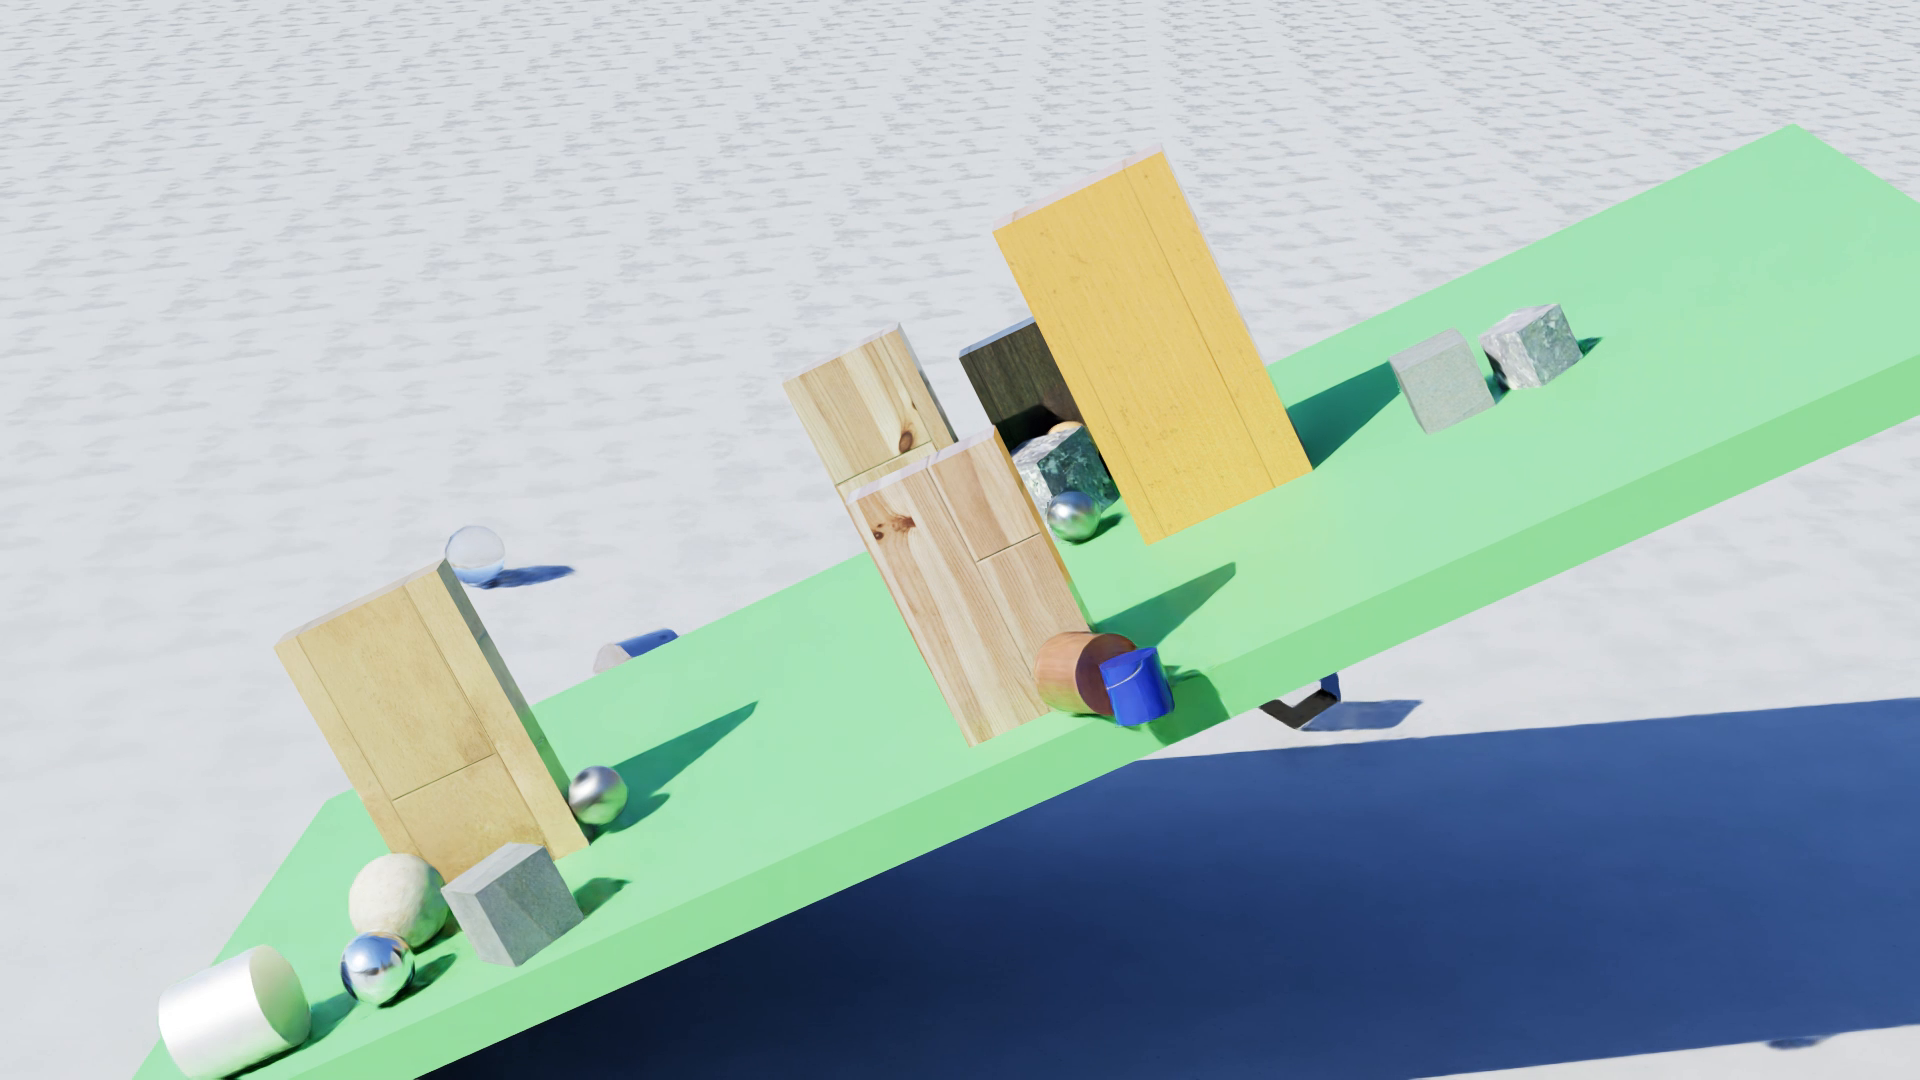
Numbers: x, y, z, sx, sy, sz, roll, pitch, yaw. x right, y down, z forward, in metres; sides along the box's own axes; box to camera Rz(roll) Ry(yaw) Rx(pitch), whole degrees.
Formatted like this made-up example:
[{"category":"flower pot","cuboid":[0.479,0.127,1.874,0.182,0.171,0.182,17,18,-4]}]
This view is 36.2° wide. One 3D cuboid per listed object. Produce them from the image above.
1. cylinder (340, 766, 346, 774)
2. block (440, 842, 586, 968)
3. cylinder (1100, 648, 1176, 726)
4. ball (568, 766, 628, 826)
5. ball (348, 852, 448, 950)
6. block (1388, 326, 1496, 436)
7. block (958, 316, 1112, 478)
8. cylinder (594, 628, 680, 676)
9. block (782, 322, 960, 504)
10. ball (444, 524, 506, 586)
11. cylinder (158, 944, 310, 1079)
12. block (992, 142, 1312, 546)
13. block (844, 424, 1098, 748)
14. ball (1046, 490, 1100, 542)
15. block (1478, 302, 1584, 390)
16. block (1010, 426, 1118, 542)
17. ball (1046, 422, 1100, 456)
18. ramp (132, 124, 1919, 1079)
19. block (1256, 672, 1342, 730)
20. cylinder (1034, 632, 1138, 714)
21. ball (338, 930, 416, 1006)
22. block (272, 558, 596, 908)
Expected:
[{"category":"cylinder","cuboid":[-1.412,0.502,7.237,0.175,0.175,0.175,21,14,-6]},{"category":"block","cuboid":[-0.855,0.696,5.618,0.166,0.166,0.166,-35,15,-29]},{"category":"cylinder","cuboid":[0.313,0.259,5.193,0.108,0.108,0.108,-18,7,2]},{"category":"ball","cuboid":[-0.744,0.525,6.044,0.122,0.122,0.122,0,16,0]},{"category":"ball","cuboid":[-1.134,0.732,5.939,0.201,0.201,0.201,0,16,0]},{"category":"block","cuboid":[0.979,-0.323,5.979,0.149,0.149,0.149,-26,13,6]},{"category":"block","cuboid":[0.265,-0.333,6.816,0.393,0.410,0.082,-25,14,10]},{"category":"cylinder","cuboid":[-0.918,0.376,8.522,0.202,0.202,0.202,14,21,40]},{"category":"block","cuboid":[-0.136,-0.162,6.570,0.285,0.581,0.080,-25,14,10]},{"category":"ball","cuboid":[-1.591,0.050,9.643,0.200,0.200,0.200,0,16,0]},{"category":"cylinder","cuboid":[-1.413,0.925,5.733,0.207,0.207,0.207,-25,13,10]},{"category":"block","cuboid":[0.402,-0.403,6.105,0.381,0.739,0.126,-25,14,10]},{"category":"block","cuboid":[0.041,0.088,5.428,0.301,0.518,0.089,-25,14,10]},{"category":"ball","cuboid":[0.248,-0.052,6.430,0.117,0.117,0.117,0,16,0]},{"category":"block","cuboid":[1.153,-0.390,5.949,0.125,0.125,0.125,-34,15,-26]},{"category":"block","cuboid":[0.198,-0.116,6.609,0.188,0.188,0.188,-13,19,45]},{"category":"ball","cuboid":[0.253,-0.205,6.741,0.134,0.134,0.134,0,16,0]},{"category":"ramp","cuboid":[0.138,0.168,6.281,4.000,0.100,2.000,-25,14,10]},{"category":"block","cuboid":[0.936,0.387,8.267,0.177,0.177,0.177,31,38,-31]},{"category":"cylinder","cuboid":[0.232,0.239,5.297,0.146,0.146,0.146,-9,4,-29]},{"category":"ball","cuboid":[-1.128,0.827,5.693,0.146,0.146,0.146,0,16,0]},{"category":"block","cuboid":[-1.076,0.410,6.055,0.382,0.655,0.090,-25,14,10]}]
